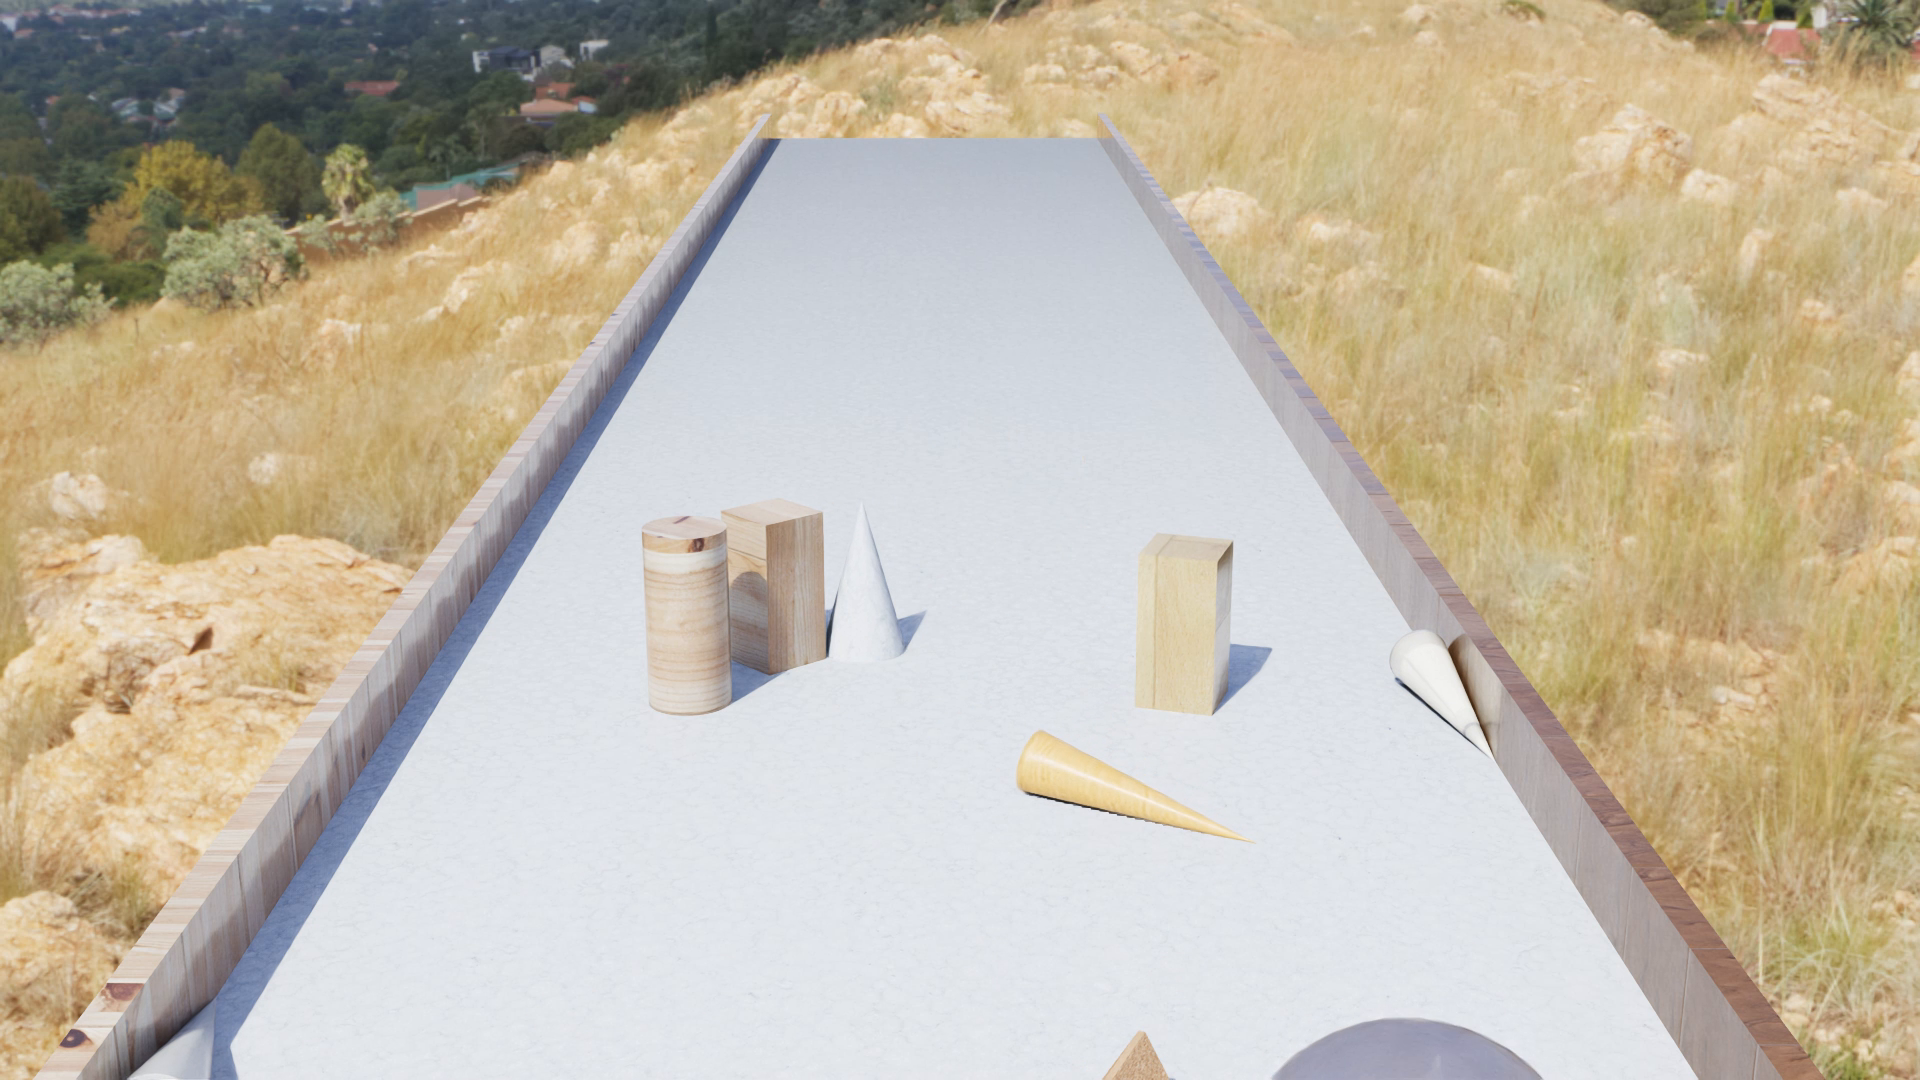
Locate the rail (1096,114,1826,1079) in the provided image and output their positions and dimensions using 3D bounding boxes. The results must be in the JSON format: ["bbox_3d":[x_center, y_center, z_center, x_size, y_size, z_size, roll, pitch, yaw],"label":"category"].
[{"bbox_3d":[0.932,-0.844,7.801,0.050,0.150,12.000,0,17,-1],"label":"rail"}]

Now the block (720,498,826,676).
[{"bbox_3d":[-0.371,0.091,4.382,0.144,0.307,0.144,-15,22,-40],"label":"block"}]

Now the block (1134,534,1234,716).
[{"bbox_3d":[0.425,0.158,4.164,0.149,0.303,0.149,5,17,18],"label":"block"}]

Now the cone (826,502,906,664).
[{"bbox_3d":[-0.196,0.070,4.435,0.172,0.317,0.172,0,17,0],"label":"cone"}]

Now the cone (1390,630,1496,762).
[{"bbox_3d":[0.919,0.311,4.081,0.116,0.116,0.411,-2,25,-8],"label":"cone"}]

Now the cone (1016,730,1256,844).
[{"bbox_3d":[0.304,0.436,3.666,0.427,0.109,0.109,18,23,28],"label":"cone"}]

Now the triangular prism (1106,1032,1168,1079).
[{"bbox_3d":[0.149,0.720,2.580,0.141,0.122,0.392,7,18,22],"label":"triangular prism"}]

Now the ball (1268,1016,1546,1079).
[{"bbox_3d":[0.454,0.669,2.209,0.373,0.373,0.373,0,17,0],"label":"ball"}]

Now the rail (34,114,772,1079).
[{"bbox_3d":[-1.118,-0.838,7.780,0.050,0.150,12.000,0,17,-1],"label":"rail"}]

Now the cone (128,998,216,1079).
[{"bbox_3d":[-1.006,0.671,2.865,0.123,0.123,0.439,-3,9,-9],"label":"cone"}]

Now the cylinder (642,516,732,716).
[{"bbox_3d":[-0.514,0.142,4.145,0.158,0.345,0.158,0,17,0],"label":"cylinder"}]
